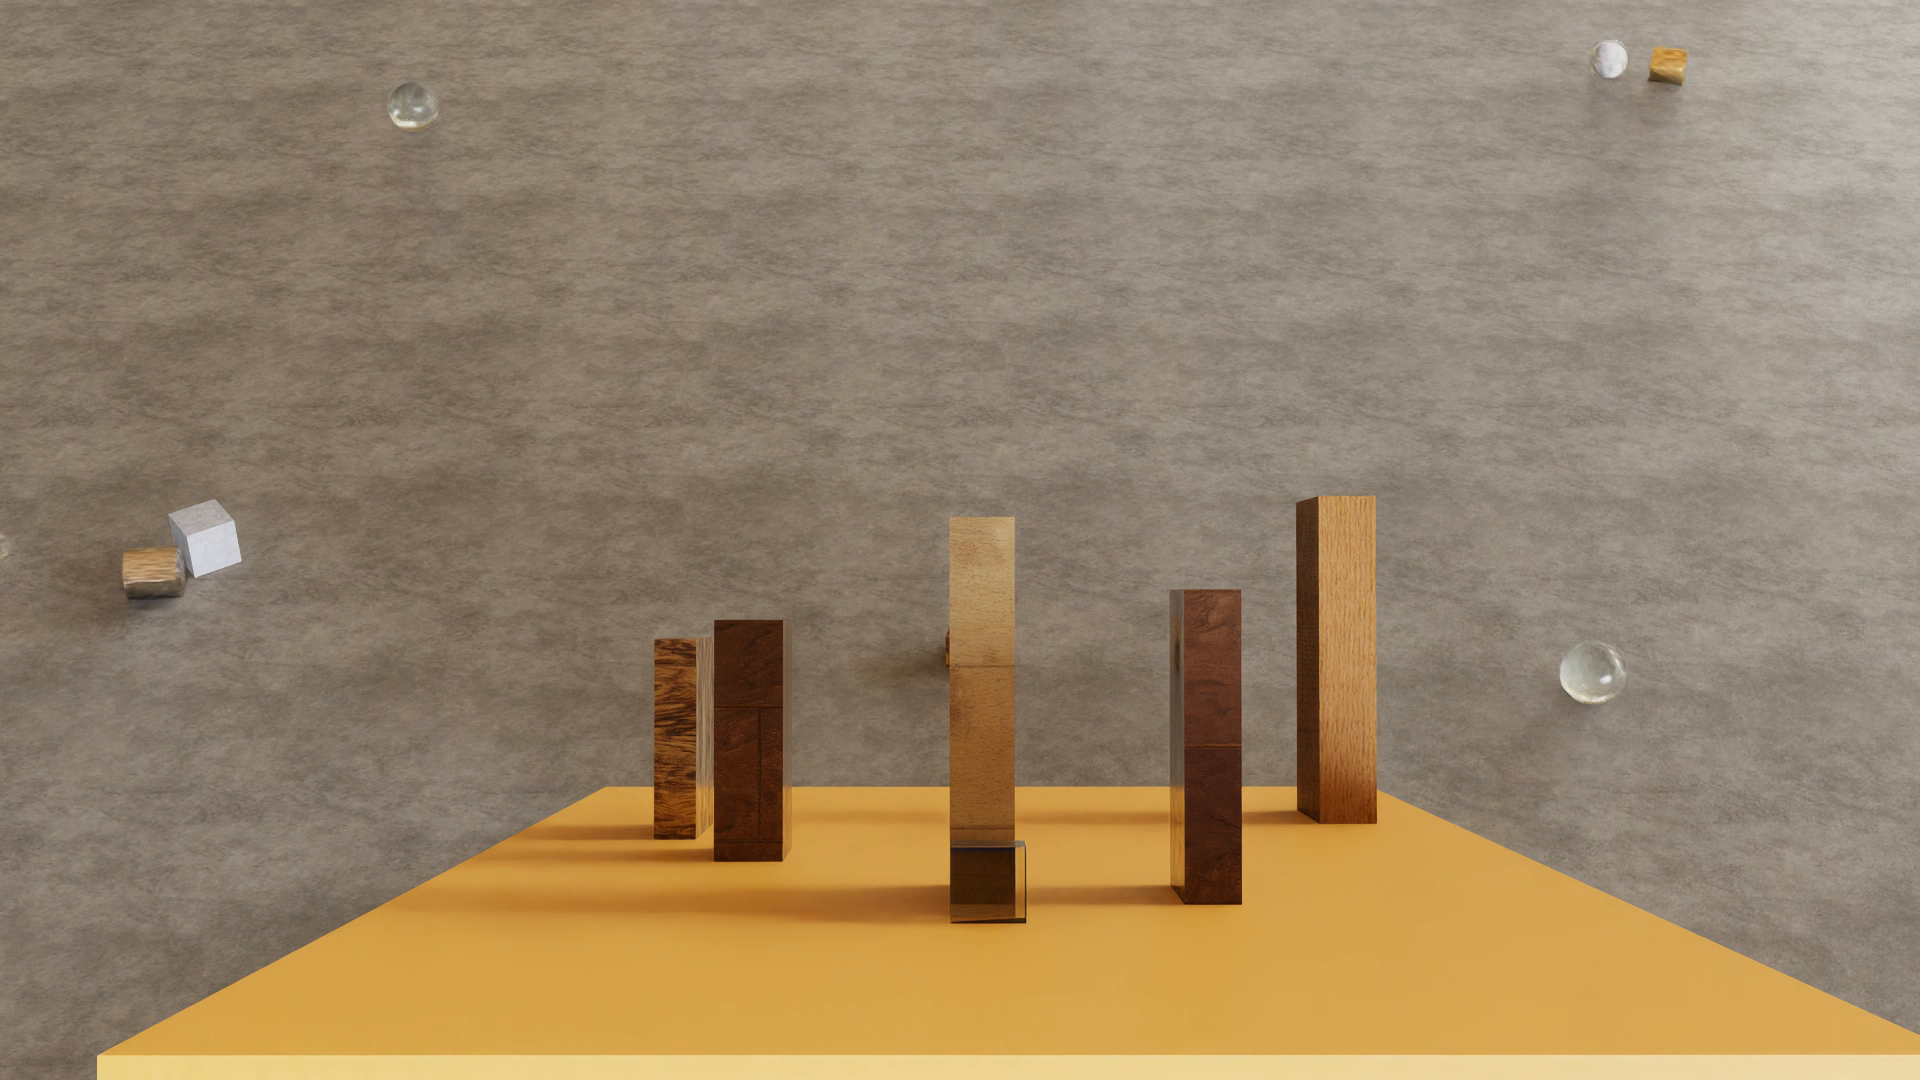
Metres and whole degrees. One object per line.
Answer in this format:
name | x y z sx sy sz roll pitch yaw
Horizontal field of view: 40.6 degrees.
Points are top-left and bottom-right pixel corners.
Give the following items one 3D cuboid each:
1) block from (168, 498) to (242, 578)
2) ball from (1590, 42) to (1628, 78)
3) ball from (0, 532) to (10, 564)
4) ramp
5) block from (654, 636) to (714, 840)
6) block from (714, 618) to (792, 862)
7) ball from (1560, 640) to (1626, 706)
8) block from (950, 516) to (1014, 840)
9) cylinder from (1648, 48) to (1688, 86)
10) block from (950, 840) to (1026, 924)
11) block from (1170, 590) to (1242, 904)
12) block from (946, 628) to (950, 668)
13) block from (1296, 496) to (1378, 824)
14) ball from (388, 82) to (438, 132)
block | -2.262 -0.006 7.773 0.147 0.147 0.147 -22 39 -29
ball | 2.683 -1.986 10.739 0.152 0.152 0.152 0 34 0
ball | -2.907 0.023 7.747 0.127 0.127 0.127 0 34 0
ramp | 0.075 0.649 4.780 2.000 0.100 4.000 0 -1 0
block | -0.581 0.411 5.477 0.085 0.408 0.371 0 -1 0
block | -0.395 0.378 4.980 0.129 0.451 0.266 0 -1 0
ball | 1.753 0.366 7.183 0.181 0.181 0.181 0 34 0
block | 0.034 0.277 4.246 0.101 0.617 0.420 0 -1 0
cylinder | 2.920 -1.952 10.700 0.138 0.138 0.138 10 35 15
block | 0.043 0.523 3.973 0.114 0.114 0.114 0 -1 0
block | 0.406 0.335 4.306 0.092 0.505 0.290 0 -1 0
block | 0.023 0.293 7.360 0.107 0.107 0.107 7 34 10
block | 0.846 0.266 5.851 0.125 0.715 0.379 0 -1 0
ball | -2.168 -1.717 10.296 0.195 0.195 0.195 0 34 0
